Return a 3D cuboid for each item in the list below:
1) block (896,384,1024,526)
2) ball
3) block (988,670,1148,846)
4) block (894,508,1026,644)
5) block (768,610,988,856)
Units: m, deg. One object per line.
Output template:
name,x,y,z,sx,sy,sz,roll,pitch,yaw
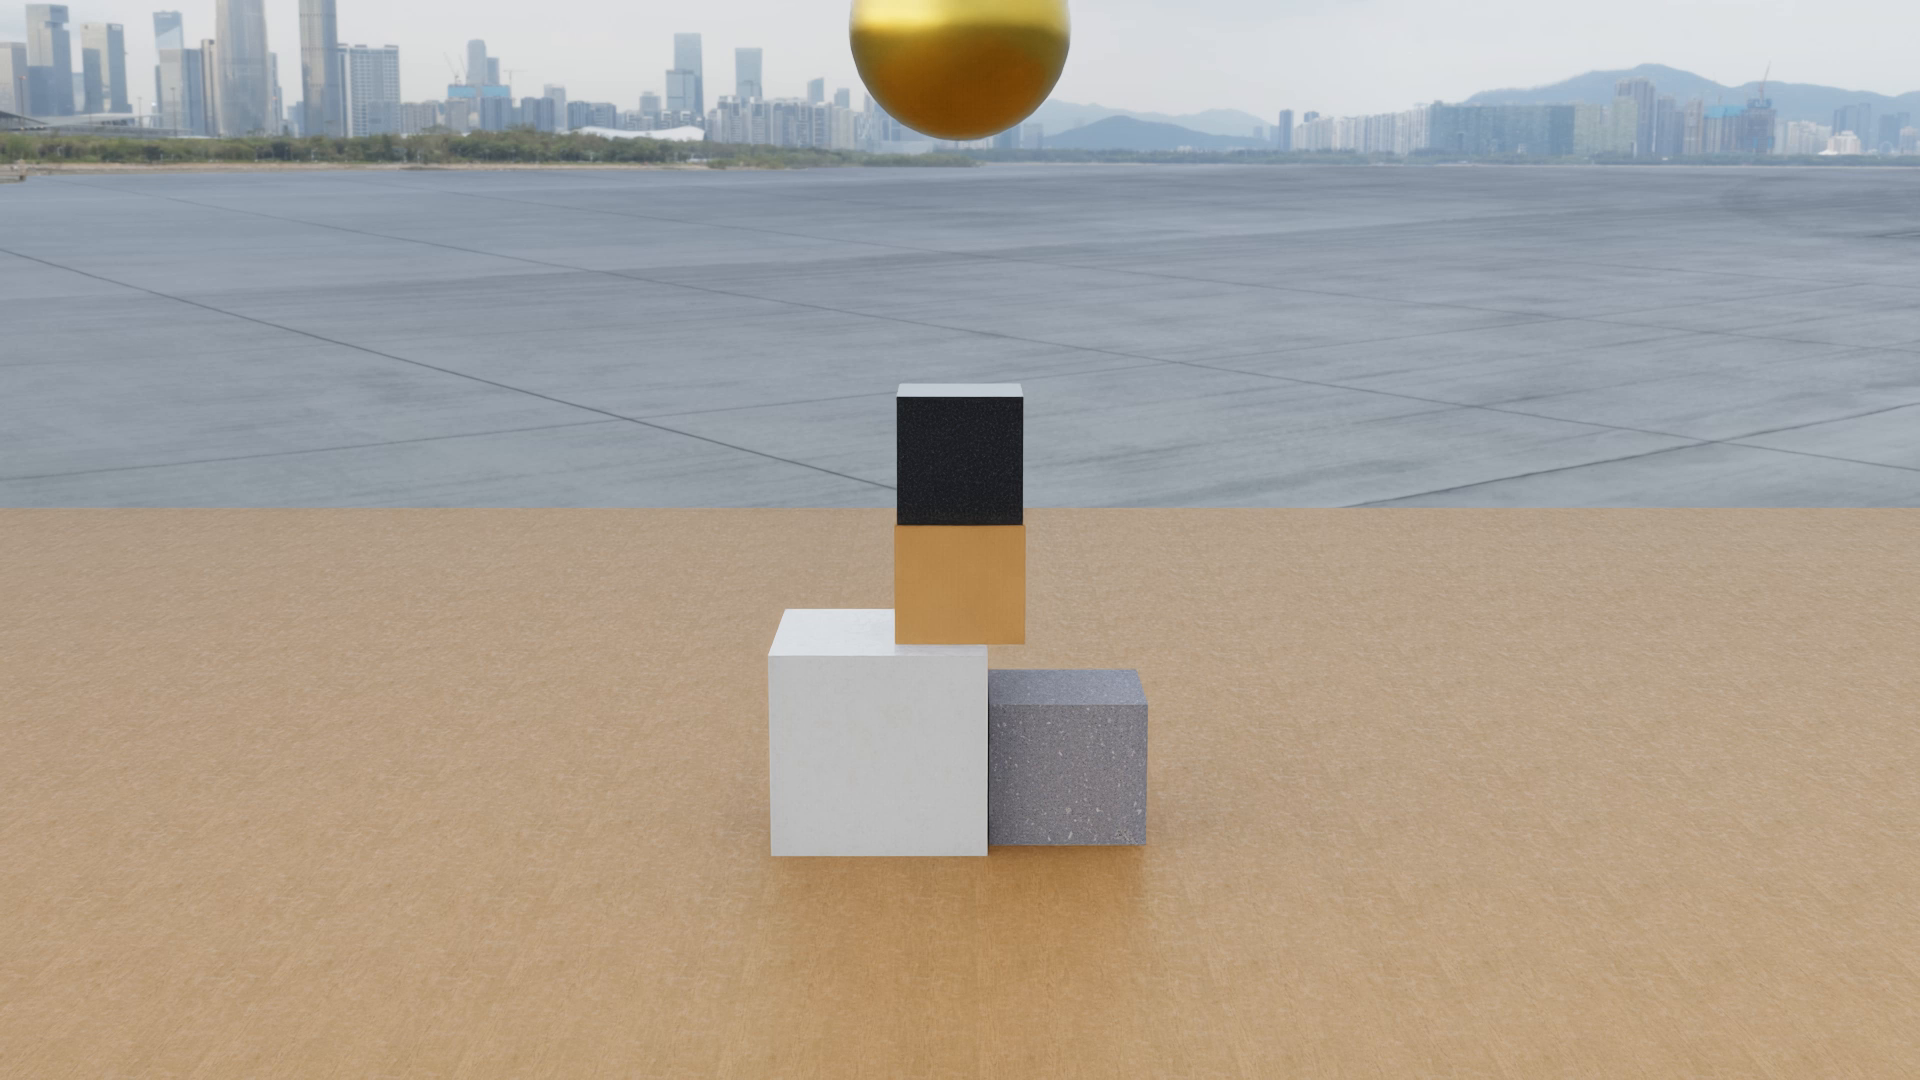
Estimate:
block,0.000,-0.439,11.090,0.621,0.639,0.577,0,10,0
ball,0.000,-3.667,15.753,1.600,1.600,1.600,0,10,0
block,0.542,1.114,11.397,0.793,0.731,0.740,0,10,0
block,0.000,0.170,11.220,0.651,0.606,0.591,0,10,0
block,-0.401,0.971,11.370,1.074,1.022,1.083,0,10,0
